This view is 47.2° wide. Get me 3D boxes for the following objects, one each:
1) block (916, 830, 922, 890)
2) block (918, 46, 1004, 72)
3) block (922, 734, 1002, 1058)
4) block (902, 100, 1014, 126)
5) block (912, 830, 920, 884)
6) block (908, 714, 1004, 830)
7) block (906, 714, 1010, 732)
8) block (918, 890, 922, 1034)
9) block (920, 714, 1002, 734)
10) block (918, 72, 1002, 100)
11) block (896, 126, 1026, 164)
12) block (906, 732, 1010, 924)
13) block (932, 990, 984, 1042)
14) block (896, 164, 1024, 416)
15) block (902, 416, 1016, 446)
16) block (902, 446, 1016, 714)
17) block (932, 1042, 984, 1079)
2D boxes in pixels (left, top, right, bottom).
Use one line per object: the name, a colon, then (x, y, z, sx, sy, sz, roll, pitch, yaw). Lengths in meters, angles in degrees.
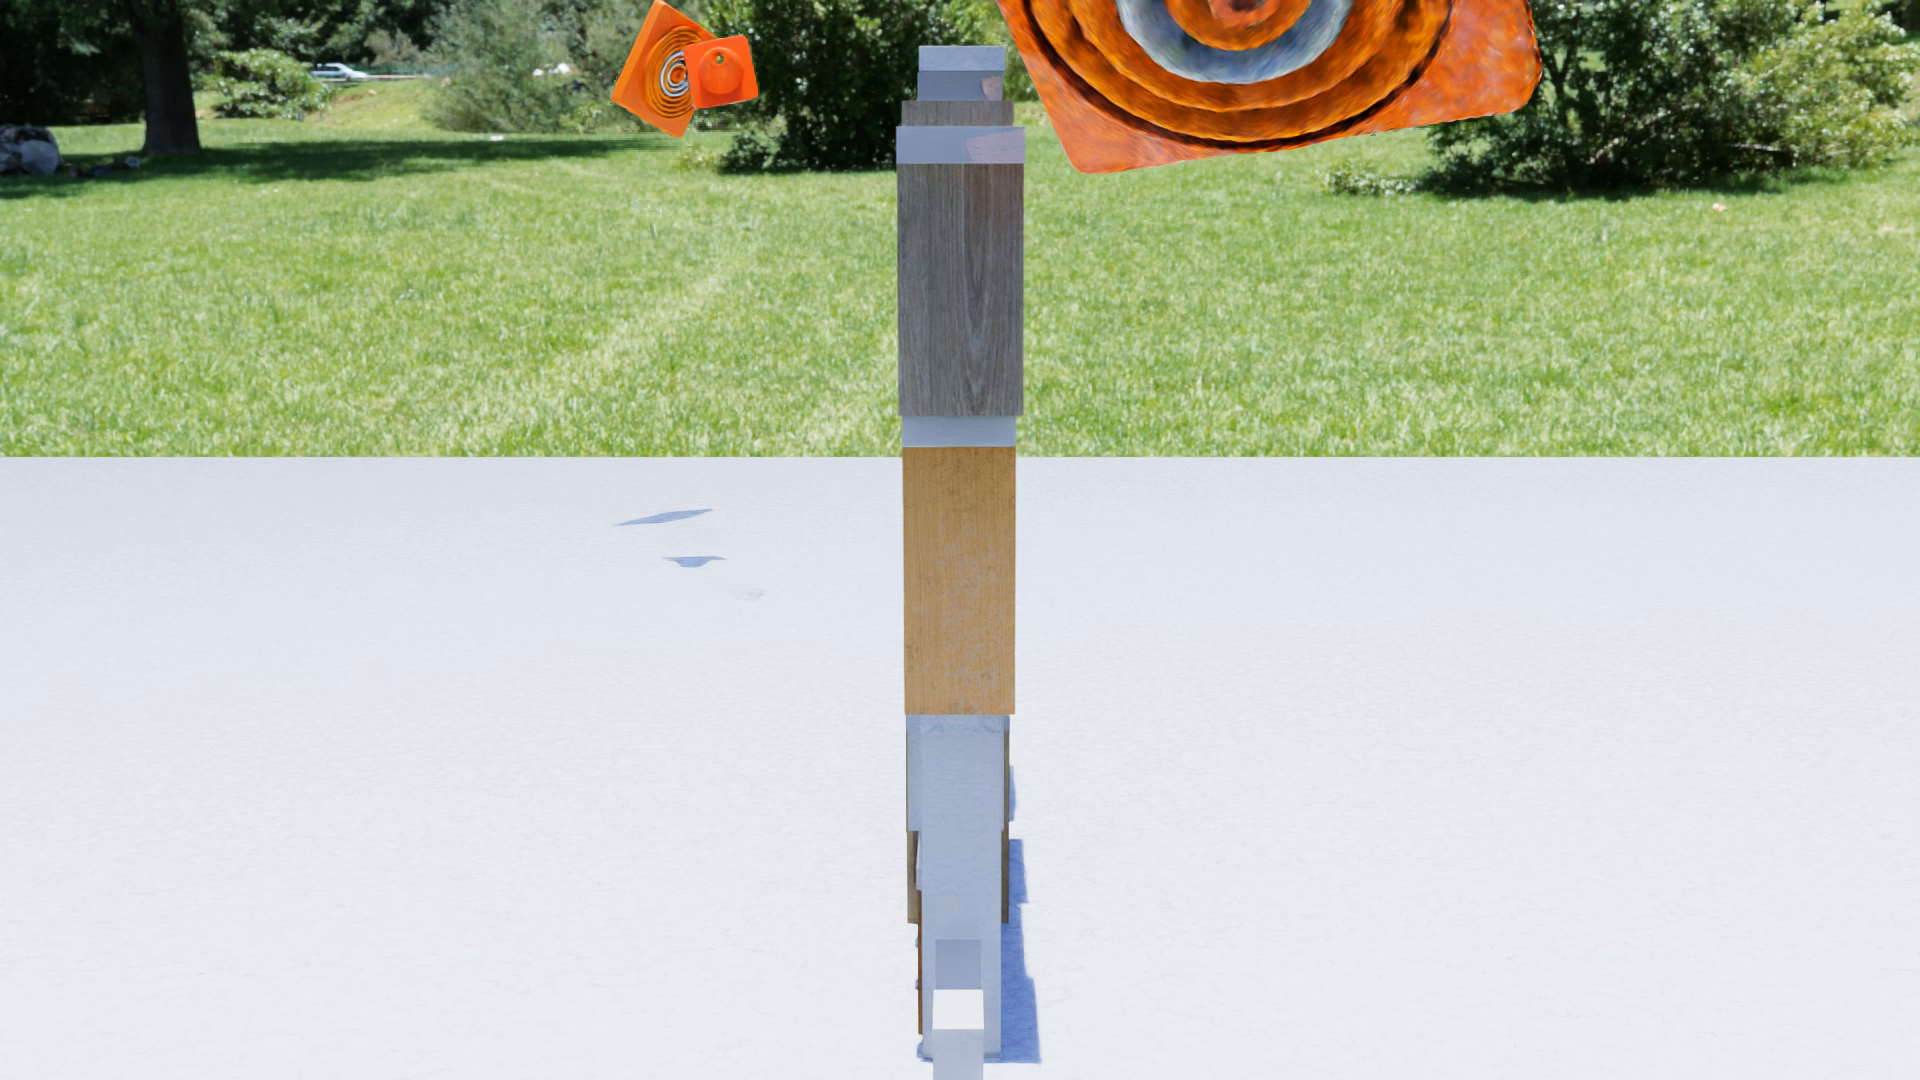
block: (-0.004, 0.448, 3.138, 0.110, 0.031, 0.220, 0, 10, 0)
block: (0.001, -0.853, 3.919, 0.148, 0.042, 0.295, 0, 11, -1)
block: (0.002, 0.479, 2.989, 0.107, 0.466, 0.030, 0, 10, 0)
block: (-0.004, -0.665, 3.462, 0.169, 0.048, 0.337, 0, 11, 0)
block: (-0.005, 0.321, 3.381, 0.137, 0.418, 0.039, 0, 10, 0)
block: (-0.006, 0.283, 3.187, 0.137, 0.274, 0.039, 0, 10, 0)
block: (-0.004, 0.247, 3.597, 0.163, 0.046, 0.327, 0, 11, 0)
block: (-0.004, 0.585, 3.089, 0.110, 0.220, 0.031, 0, 11, 0)
block: (0.001, 0.222, 3.014, 0.107, 0.030, 0.214, 0, 11, 0)
block: (0.000, -0.624, 3.861, 0.148, 0.388, 0.042, 0, 11, 1)
block: (0.004, -0.511, 2.835, 0.157, 0.044, 0.314, 0, 11, 1)
block: (-0.003, 0.451, 3.524, 0.163, 0.327, 0.046, 0, 11, 0)
block: (-0.002, 0.609, 2.816, 0.064, 0.018, 0.128, 0, 11, 0)
block: (0.001, -0.315, 2.765, 0.157, 0.314, 0.044, 0, 11, 0)
block: (-0.001, -0.166, 2.935, 0.146, 0.041, 0.292, 0, 11, 0)
block: (-0.001, 0.049, 2.877, 0.146, 0.360, 0.041, 0, 11, 0)
block: (-0.002, 0.689, 2.788, 0.064, 0.128, 0.018, 0, 11, 0)
